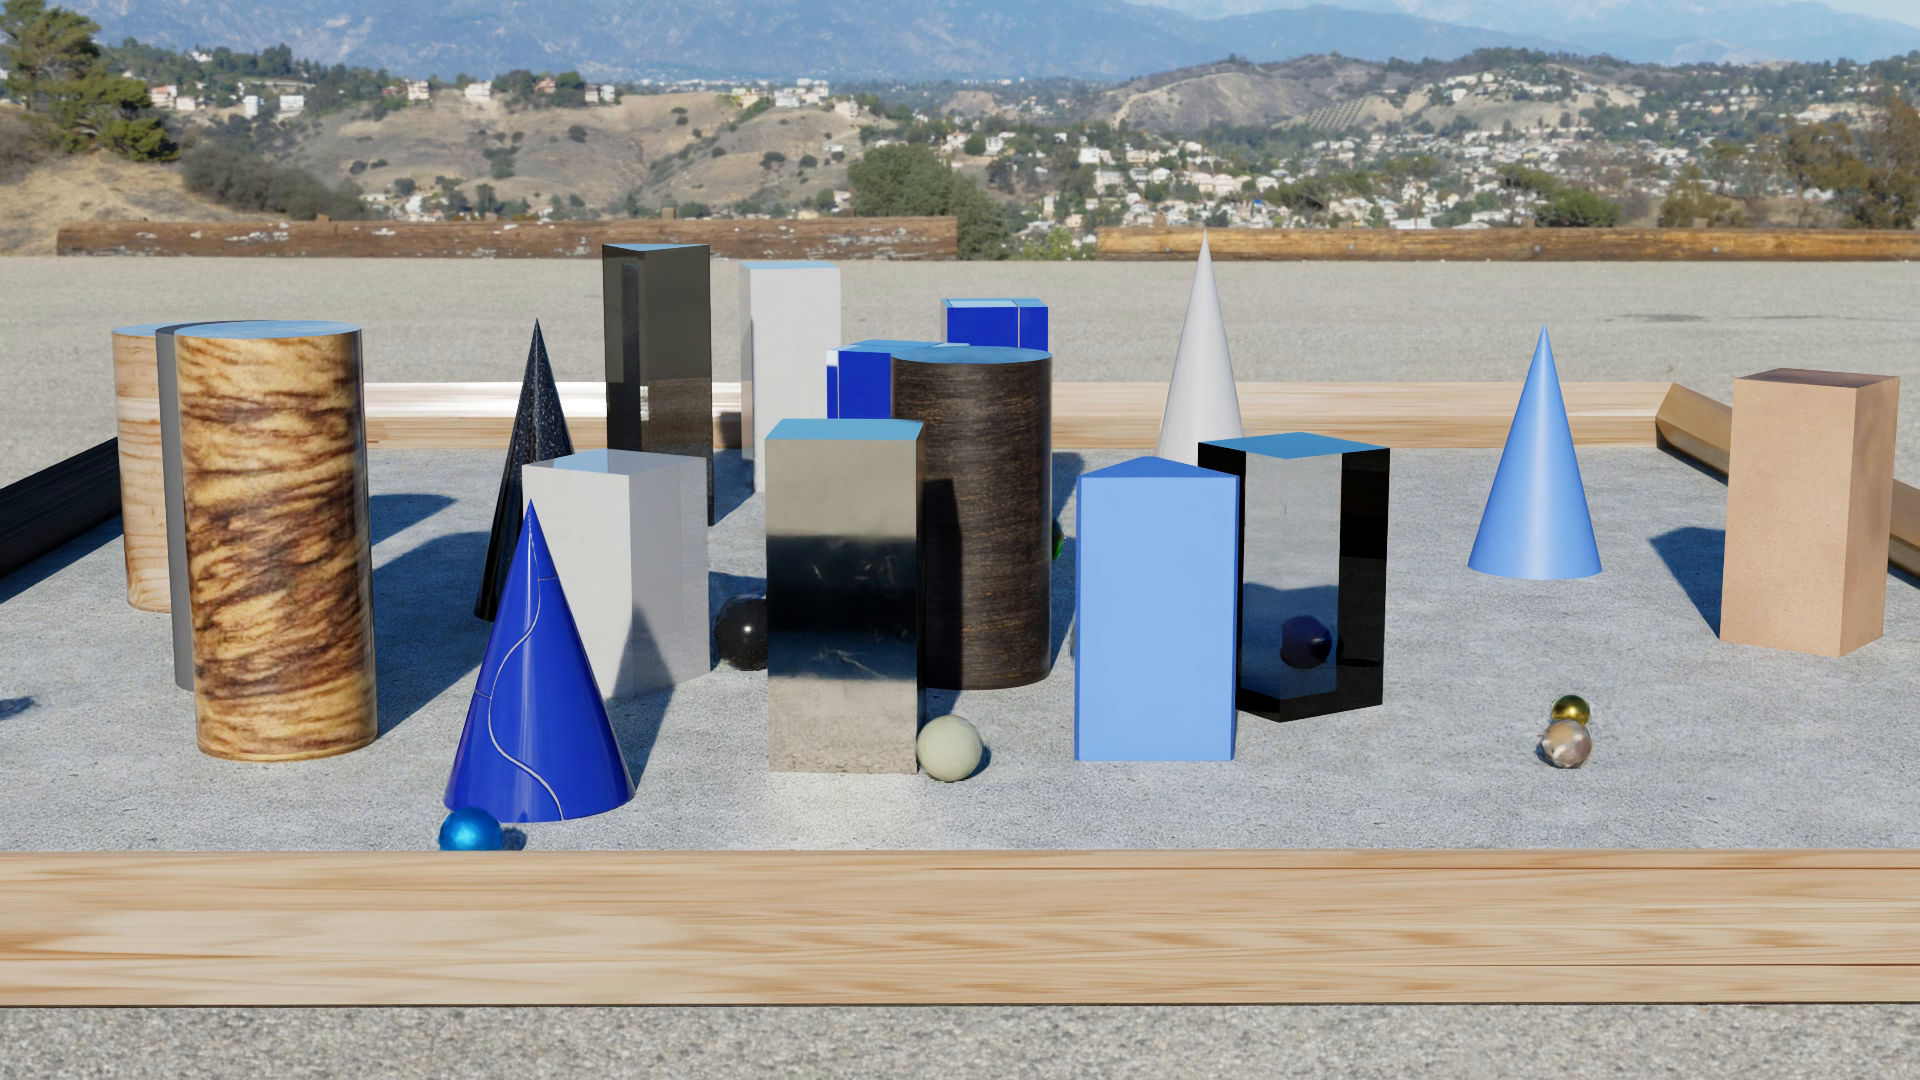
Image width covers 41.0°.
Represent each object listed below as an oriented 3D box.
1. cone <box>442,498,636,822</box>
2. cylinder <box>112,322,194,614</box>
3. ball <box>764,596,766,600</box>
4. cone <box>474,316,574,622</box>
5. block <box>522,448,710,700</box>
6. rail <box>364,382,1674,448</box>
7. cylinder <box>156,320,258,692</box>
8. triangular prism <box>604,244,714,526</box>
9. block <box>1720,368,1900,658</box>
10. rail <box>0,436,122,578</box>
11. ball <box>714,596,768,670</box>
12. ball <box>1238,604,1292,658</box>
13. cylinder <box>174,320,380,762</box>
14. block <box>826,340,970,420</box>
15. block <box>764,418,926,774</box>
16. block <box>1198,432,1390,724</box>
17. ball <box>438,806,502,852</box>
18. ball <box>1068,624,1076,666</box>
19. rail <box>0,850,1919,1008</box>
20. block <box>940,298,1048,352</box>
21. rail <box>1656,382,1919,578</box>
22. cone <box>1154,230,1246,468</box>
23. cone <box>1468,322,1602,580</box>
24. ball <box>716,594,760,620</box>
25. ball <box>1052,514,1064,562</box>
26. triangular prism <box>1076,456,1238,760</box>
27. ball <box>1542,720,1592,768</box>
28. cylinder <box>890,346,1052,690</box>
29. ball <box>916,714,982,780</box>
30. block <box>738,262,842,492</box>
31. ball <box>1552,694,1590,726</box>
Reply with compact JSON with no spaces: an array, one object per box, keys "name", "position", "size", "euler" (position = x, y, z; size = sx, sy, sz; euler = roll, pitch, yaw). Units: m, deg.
[{"name":"cone","position":[-0.424,0.107,2.560],"size":[0.193,0.305,0.193],"euler":[0,11,0]},{"name":"cylinder","position":[-1.046,-0.102,3.502],"size":[0.193,0.372,0.193],"euler":[0,11,0]},{"name":"ball","position":[-0.229,0.096,3.277],"size":[0.065,0.065,0.065],"euler":[0,11,0]},{"name":"cone","position":[-0.559,-0.101,3.427],"size":[0.193,0.397,0.193],"euler":[0,11,0]},{"name":"block","position":[-0.407,0.037,3.052],"size":[0.154,0.263,0.154],"euler":[6,12,29]},{"name":"rail","position":[-0.008,-0.234,4.881],"size":[2.746,0.125,0.045],"euler":[0,11,0]},{"name":"cylinder","position":[-0.844,-0.042,3.049],"size":[0.193,0.420,0.193],"euler":[0,11,0]},{"name":"triangular prism","position":[-0.499,-0.238,4.030],"size":[0.145,0.446,0.167],"euler":[7,12,32]},{"name":"block","position":[1.079,-0.039,3.259],"size":[0.154,0.336,0.154],"euler":[8,13,38]},{"name":"rail","position":[-1.349,0.034,3.441],"size":[0.045,0.125,2.961],"euler":[0,11,0]},{"name":"ball","position":[-0.254,0.113,3.120],"size":[0.089,0.089,0.089],"euler":[0,11,0]},{"name":"ball","position":[0.377,0.113,3.178],"size":[0.067,0.067,0.067],"euler":[0,11,0]},{"name":"cylinder","position":[-0.732,-0.003,2.759],"size":[0.193,0.448,0.193],"euler":[0,11,0]},{"name":"block","position":[-0.087,-0.110,3.656],"size":[0.154,0.331,0.154],"euler":[4,11,21]},{"name":"block","position":[-0.118,0.056,2.710],"size":[0.154,0.350,0.154],"euler":[1,11,3]},{"name":"block","position":[0.379,0.039,2.946],"size":[0.154,0.298,0.154],"euler":[-7,13,-33]},{"name":"ball","position":[-0.448,0.273,2.347],"size":[0.057,0.057,0.057],"euler":[0,11,0]},{"name":"ball","position":[0.177,0.125,3.039],"size":[0.095,0.095,0.095],"euler":[0,11,0]},{"name":"rail","position":[0.008,0.298,2.017],"size":[2.746,0.125,0.045],"euler":[0,11,0]},{"name":"block","position":[0.052,-0.191,4.010],"size":[0.154,0.361,0.154],"euler":[-1,11,-4]},{"name":"rail","position":[1.349,0.031,3.457],"size":[0.045,0.125,2.961],"euler":[0,11,0]},{"name":"cone","position":[0.401,-0.284,4.239],"size":[0.193,0.460,0.193],"euler":[0,11,0]},{"name":"cone","position":[0.842,-0.138,3.727],"size":[0.193,0.360,0.193],"euler":[0,11,0]},{"name":"ball","position":[-0.267,0.105,3.203],"size":[0.074,0.074,0.074],"euler":[0,11,0]},{"name":"ball","position":[0.109,-0.003,3.748],"size":[0.087,0.087,0.087],"euler":[0,11,0]},{"name":"triangular prism","position":[0.206,0.071,2.760],"size":[0.167,0.304,0.145],"euler":[0,11,0]},{"name":"ball","position":[0.634,0.213,2.683],"size":[0.051,0.051,0.051],"euler":[0,11,0]},{"name":"cylinder","position":[0.014,-0.030,3.077],"size":[0.193,0.386,0.193],"euler":[0,11,0]},{"name":"ball","position":[-0.011,0.213,2.637],"size":[0.068,0.068,0.068],"euler":[0,11,0]},{"name":"block","position":[-0.295,-0.286,4.464],"size":[0.154,0.383,0.154],"euler":[-2,11,-12]},{"name":"ball","position":[0.674,0.191,2.831],"size":[0.041,0.041,0.041],"euler":[0,11,0]}]
